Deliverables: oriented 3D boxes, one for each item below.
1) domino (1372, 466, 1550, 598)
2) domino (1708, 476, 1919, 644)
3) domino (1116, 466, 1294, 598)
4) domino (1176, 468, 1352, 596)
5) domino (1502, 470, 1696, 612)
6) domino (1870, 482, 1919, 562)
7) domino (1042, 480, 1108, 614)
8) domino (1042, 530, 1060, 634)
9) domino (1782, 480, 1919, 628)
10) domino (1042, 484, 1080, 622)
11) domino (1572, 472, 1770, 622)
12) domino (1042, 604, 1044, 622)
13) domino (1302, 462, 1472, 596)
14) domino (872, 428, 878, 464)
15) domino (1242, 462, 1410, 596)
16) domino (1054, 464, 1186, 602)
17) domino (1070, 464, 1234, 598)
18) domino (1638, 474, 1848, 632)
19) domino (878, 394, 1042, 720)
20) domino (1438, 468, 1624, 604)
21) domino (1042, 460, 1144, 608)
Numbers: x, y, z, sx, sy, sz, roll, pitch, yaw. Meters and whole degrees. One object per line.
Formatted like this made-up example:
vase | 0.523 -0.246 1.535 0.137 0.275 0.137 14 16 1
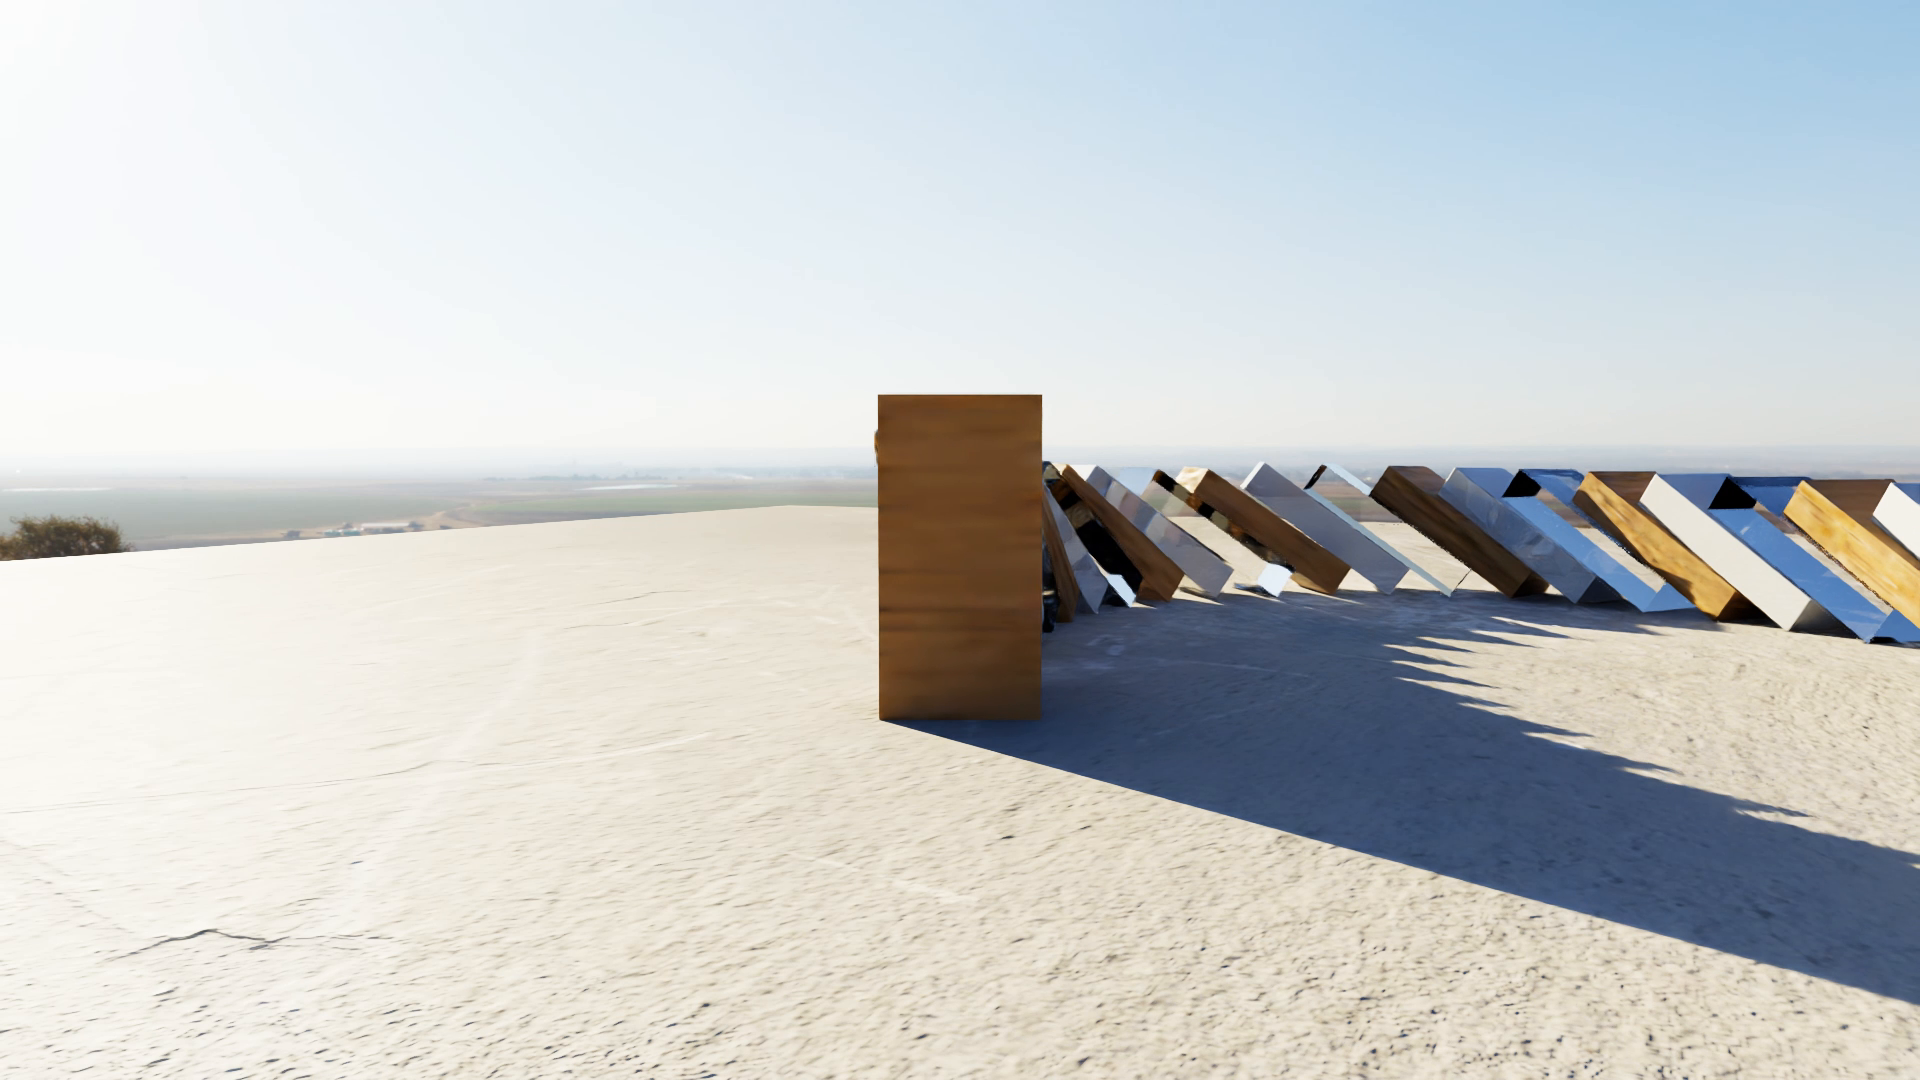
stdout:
domino | 0.146 -0.003 0.369 0.025 0.009 0.050 -3 39 -46
domino | 0.200 0.003 0.293 0.025 0.009 0.050 -1 37 -16
domino | 0.068 -0.003 0.363 0.050 0.009 0.025 34 -5 -15
domino | 0.085 -0.003 0.370 0.050 0.009 0.025 34 0 -7
domino | 0.173 -0.001 0.343 0.025 0.009 0.050 -2 38 -31
domino | 0.212 0.006 0.256 0.025 0.009 0.050 0 36 -6
domino | 0.015 -0.001 0.313 0.025 0.009 0.050 3 -35 35
domino | 0.005 0.000 0.278 0.025 0.050 0.009 1 47 18
domino | 0.206 0.005 0.275 0.025 0.010 0.050 -1 36 -12
domino | 0.009 0.000 0.295 0.025 0.010 0.050 2 -39 22
domino | 0.184 0.000 0.328 0.025 0.009 0.050 -2 37 -24
domino | 0.002 0.000 0.261 0.025 0.050 0.010 1 41 14
domino | 0.125 -0.004 0.374 0.050 0.010 0.025 39 18 17
domino | 0.000 0.000 0.246 0.025 0.050 0.009 1 33 11
domino | 0.106 -0.004 0.374 0.050 0.009 0.025 37 9 6
domino | 0.035 -0.002 0.345 0.050 0.010 0.025 40 -17 -28
domino | 0.050 -0.003 0.358 0.050 0.010 0.025 36 -6 -15
domino | 0.193 0.002 0.311 0.025 0.009 0.050 -2 37 -20
domino | 0.000 0.002 0.201 0.025 0.050 0.009 0 4 0
domino | 0.161 -0.002 0.358 0.025 0.009 0.050 -2 38 -37
domino | 0.024 -0.001 0.329 0.025 0.009 0.050 4 -33 43
